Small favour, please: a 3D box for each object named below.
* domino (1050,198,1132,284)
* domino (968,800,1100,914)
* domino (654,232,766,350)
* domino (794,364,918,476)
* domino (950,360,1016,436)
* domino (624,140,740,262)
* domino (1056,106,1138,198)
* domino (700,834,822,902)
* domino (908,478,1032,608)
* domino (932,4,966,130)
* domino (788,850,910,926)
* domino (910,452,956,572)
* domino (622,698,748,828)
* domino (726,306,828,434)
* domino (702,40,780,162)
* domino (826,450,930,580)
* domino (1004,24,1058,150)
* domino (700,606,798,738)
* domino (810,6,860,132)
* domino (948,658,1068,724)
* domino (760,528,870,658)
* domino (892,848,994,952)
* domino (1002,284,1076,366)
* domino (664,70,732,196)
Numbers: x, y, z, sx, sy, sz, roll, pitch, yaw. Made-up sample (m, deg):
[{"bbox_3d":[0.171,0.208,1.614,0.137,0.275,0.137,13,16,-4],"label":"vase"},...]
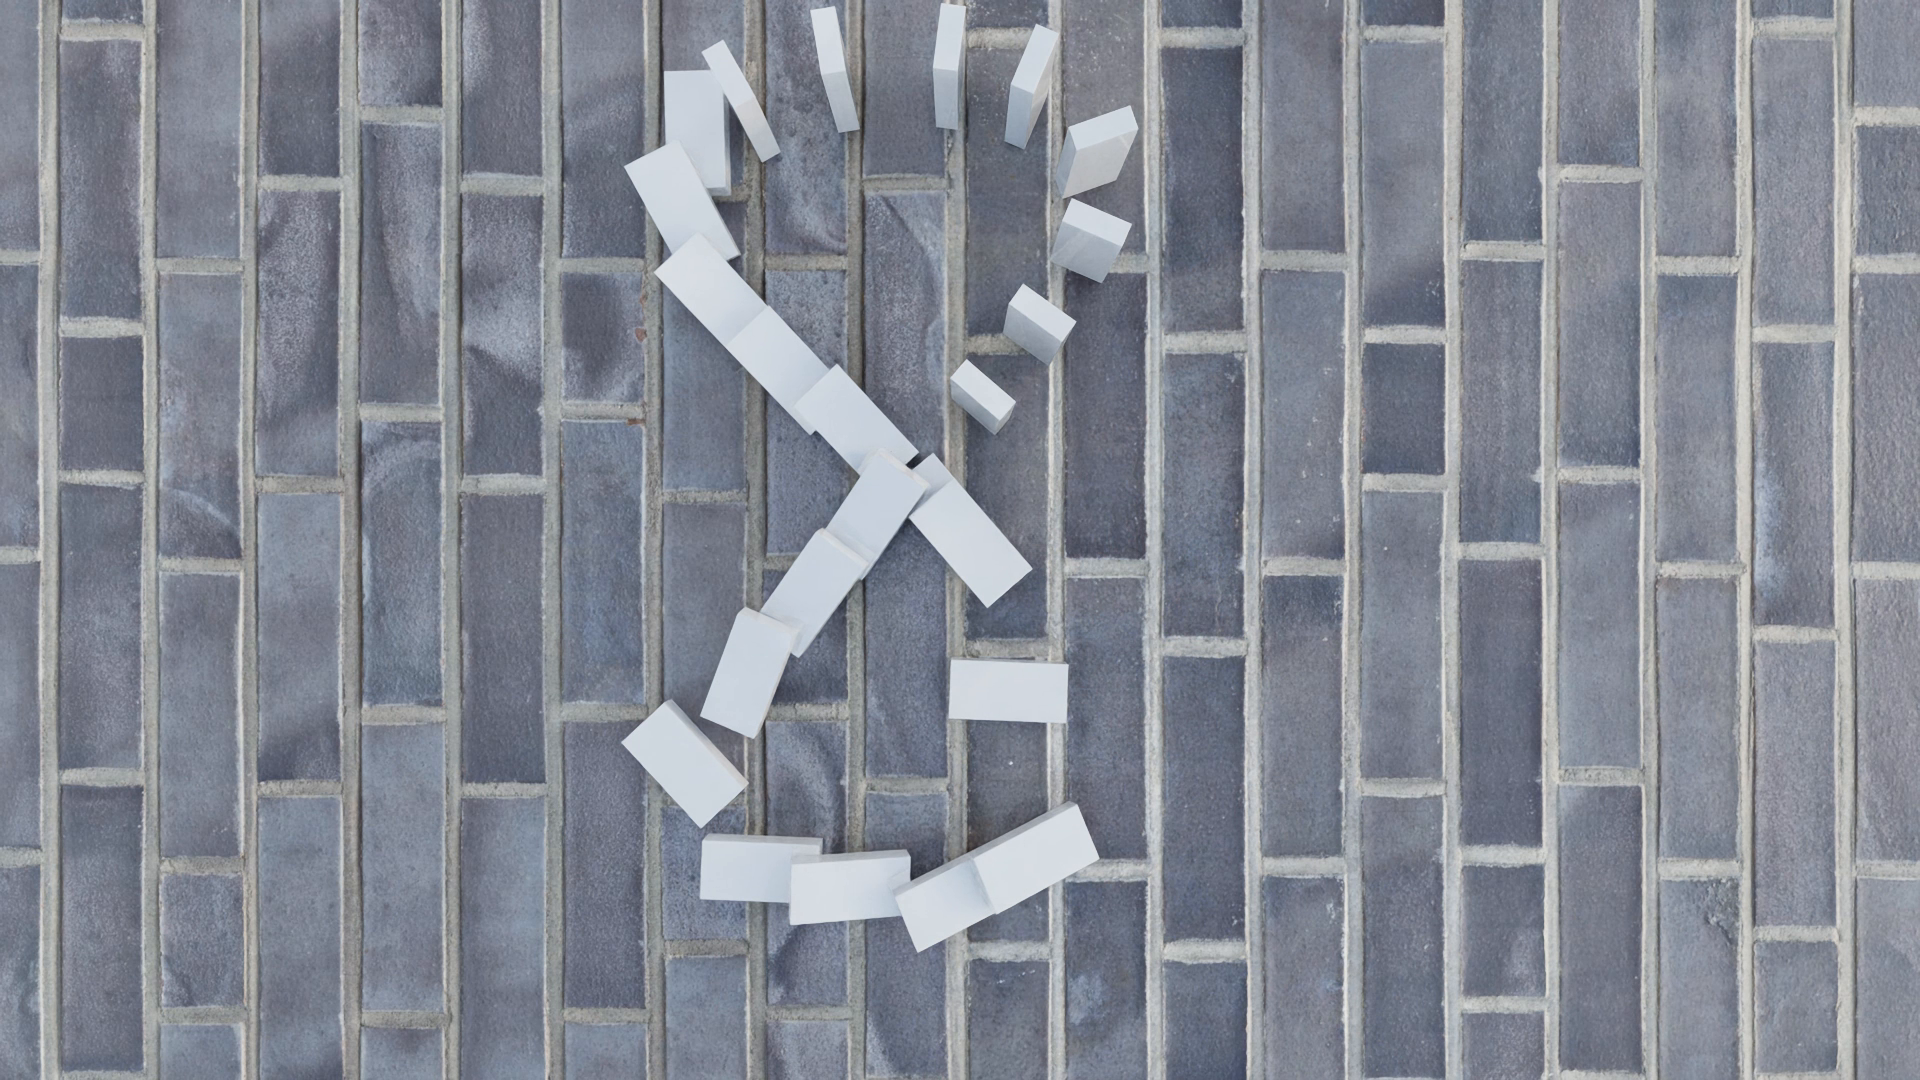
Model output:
[{"bbox_3d":[0.052,-0.121,0.375,0.025,0.050,0.010,23,90,0],"label":"domino"},{"bbox_3d":[0.031,0.134,0.389,0.050,0.009,0.025,-22,90,-15],"label":"domino"},{"bbox_3d":[-0.102,-0.102,0.389,0.025,0.009,0.050,-43,106,0],"label":"domino"},{"bbox_3d":[-0.044,-0.047,0.389,0.025,0.009,0.050,-43,105,0],"label":"domino"},{"bbox_3d":[0.009,-0.057,0.375,0.025,0.050,0.009,41,90,0],"label":"domino"},{"bbox_3d":[-0.117,-0.139,0.388,0.025,0.009,0.050,-26,107,2],"label":"domino"},{"bbox_3d":[0.055,-0.157,0.375,0.025,0.050,0.009,-19,90,0],"label":"domino"},{"bbox_3d":[-0.085,0.142,0.395,0.050,0.010,0.025,2,90,0],"label":"domino"},{"bbox_3d":[0.004,0.001,0.386,0.025,0.010,0.050,-41,90,0],"label":"domino"},{"bbox_3d":[-0.004,-0.192,0.375,0.009,0.050,0.025,7,90,0],"label":"domino"},{"bbox_3d":[-0.047,0.147,0.389,0.050,0.010,0.025,1,90,-14],"label":"domino"},{"bbox_3d":[-0.005,-0.010,0.395,0.025,0.010,0.050,-40,90,0],"label":"domino"},{"bbox_3d":[-0.118,0.096,0.395,0.025,0.010,0.050,-43,90,0],"label":"domino"},{"bbox_3d":[-0.072,-0.072,0.390,0.025,0.009,0.050,-43,103,0],"label":"domino"},{"bbox_3d":[-0.088,-0.178,0.375,0.010,0.050,0.025,-30,90,0],"label":"domino"},{"bbox_3d":[-0.037,-0.010,0.387,0.025,0.010,0.050,36,109,0],"label":"domino"},{"bbox_3d":[0.029,-0.184,0.375,0.009,0.050,0.025,23,90,0],"label":"domino"},{"bbox_3d":[-0.089,0.057,0.390,0.025,0.009,0.050,23,103,0],"label":"domino"},{"bbox_3d":[-0.050,-0.191,0.375,0.010,0.050,0.025,-10,90,0],"label":"domino"},{"bbox_3d":[0.021,0.065,0.395,0.050,0.010,0.025,2,90,0],"label":"domino"},{"bbox_3d":[-0.064,0.023,0.389,0.025,0.010,0.050,37,104,0],"label":"domino"},{"bbox_3d":[-0.001,0.151,0.390,0.050,0.010,0.025,-22,90,-13],"label":"domino"},{"bbox_3d":[0.032,-0.087,0.375,0.025,0.050,0.009,36,90,0],"label":"domino"},{"bbox_3d":[-0.113,-0.175,0.395,0.025,0.010,0.050,-1,90,0],"label":"domino"}]
